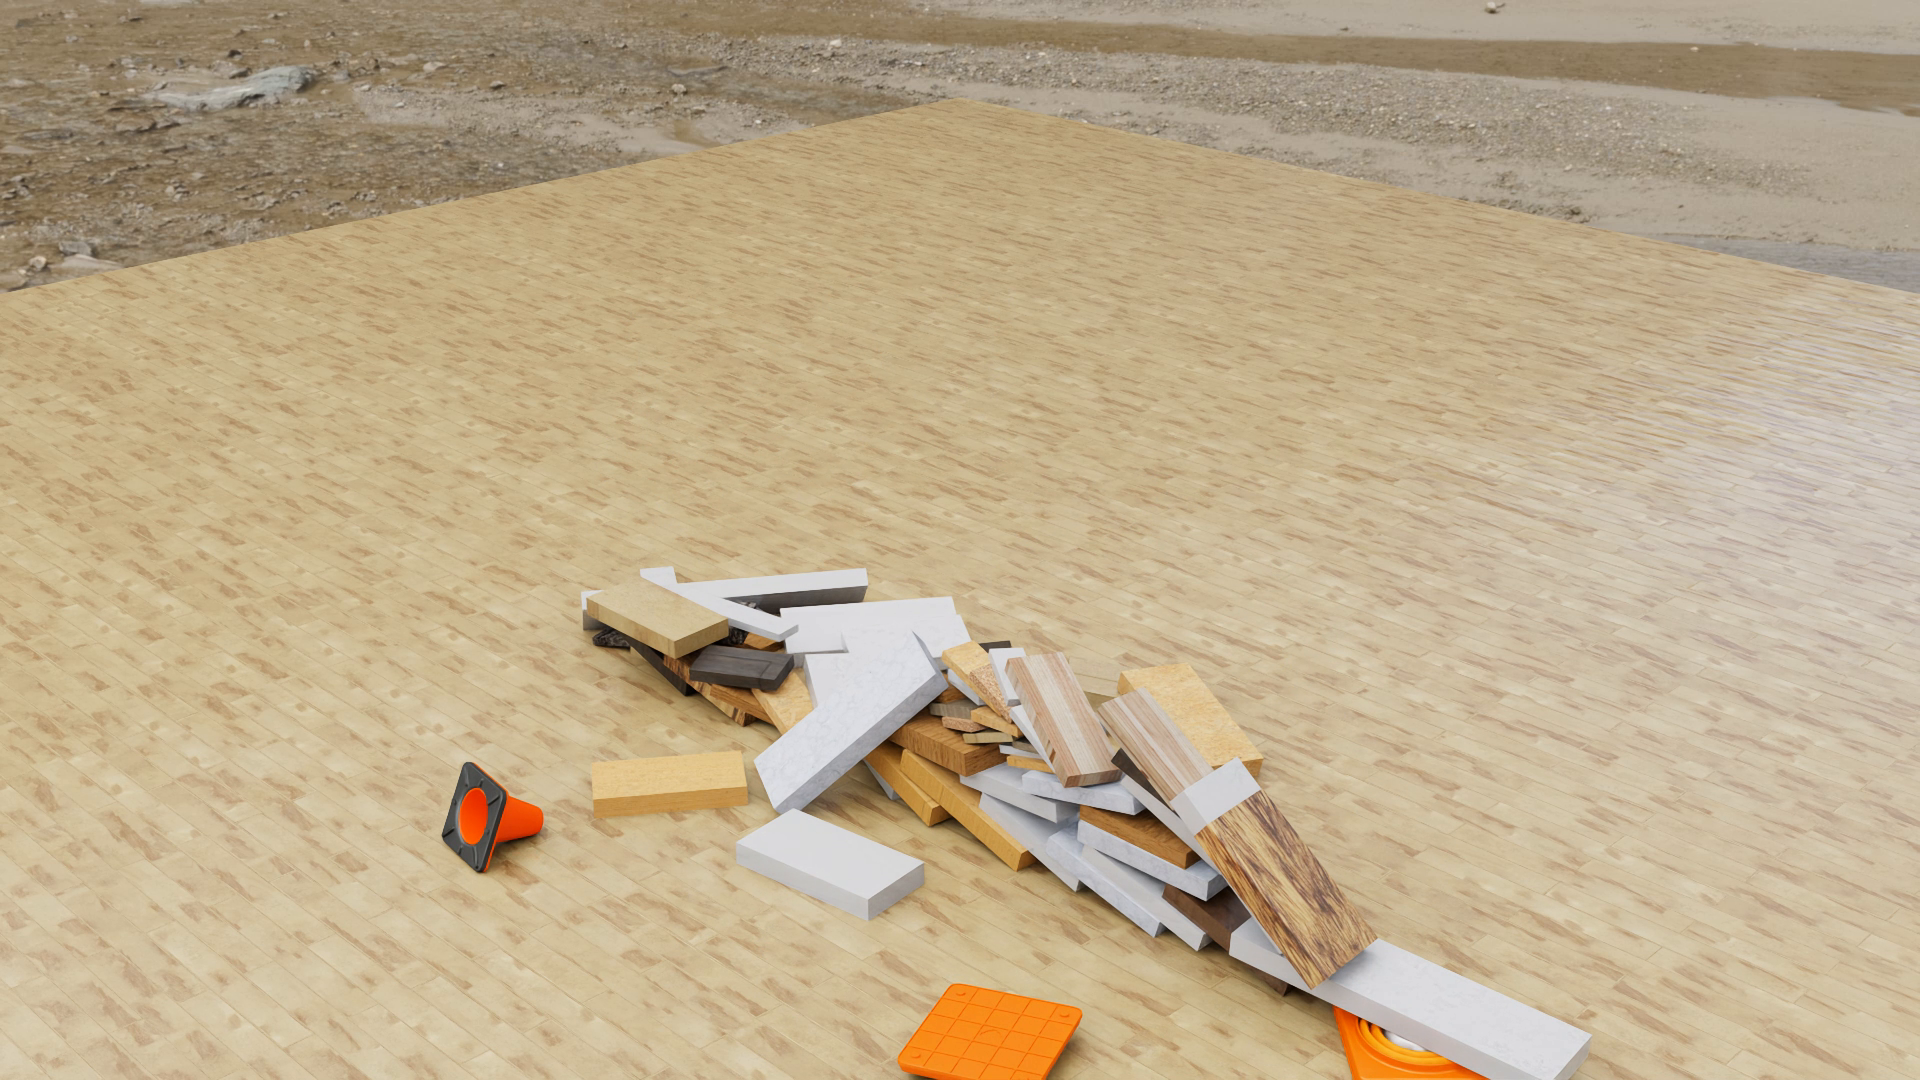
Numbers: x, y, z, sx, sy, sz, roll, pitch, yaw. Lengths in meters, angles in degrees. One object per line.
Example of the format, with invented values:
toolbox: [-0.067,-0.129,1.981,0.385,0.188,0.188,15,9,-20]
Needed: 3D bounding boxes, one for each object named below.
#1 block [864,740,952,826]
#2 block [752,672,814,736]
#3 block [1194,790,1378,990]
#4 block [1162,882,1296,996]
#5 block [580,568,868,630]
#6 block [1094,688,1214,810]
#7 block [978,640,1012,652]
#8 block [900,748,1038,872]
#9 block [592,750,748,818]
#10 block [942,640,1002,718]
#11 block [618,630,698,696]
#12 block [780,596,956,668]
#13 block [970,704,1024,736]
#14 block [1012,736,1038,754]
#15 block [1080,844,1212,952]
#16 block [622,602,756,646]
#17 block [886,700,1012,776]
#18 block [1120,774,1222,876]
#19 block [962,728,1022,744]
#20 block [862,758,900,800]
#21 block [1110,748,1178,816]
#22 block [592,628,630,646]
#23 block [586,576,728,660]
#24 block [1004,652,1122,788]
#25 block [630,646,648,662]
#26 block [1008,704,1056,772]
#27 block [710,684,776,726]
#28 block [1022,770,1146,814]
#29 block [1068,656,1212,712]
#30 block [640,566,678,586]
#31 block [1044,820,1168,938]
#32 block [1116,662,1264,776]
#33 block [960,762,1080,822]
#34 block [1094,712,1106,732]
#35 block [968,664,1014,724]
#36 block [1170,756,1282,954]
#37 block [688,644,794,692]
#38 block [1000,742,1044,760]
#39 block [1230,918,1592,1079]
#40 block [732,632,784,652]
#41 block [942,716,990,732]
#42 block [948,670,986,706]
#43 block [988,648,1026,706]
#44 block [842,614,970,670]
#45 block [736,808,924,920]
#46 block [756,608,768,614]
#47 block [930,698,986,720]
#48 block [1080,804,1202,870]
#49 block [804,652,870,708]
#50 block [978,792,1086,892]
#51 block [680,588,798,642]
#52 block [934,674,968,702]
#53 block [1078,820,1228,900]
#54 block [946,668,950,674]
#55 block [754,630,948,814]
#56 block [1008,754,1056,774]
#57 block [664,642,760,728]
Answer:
block: [-0.093,0.437,4.532,0.174,0.049,0.348,-17,44,-34]
block: [-0.357,0.372,4.753,0.103,0.029,0.205,-11,44,-33]
block: [0.561,0.597,3.783,0.161,0.046,0.322,-24,71,-43]
block: [0.523,0.691,3.976,0.145,0.041,0.291,-21,47,-42]
block: [-0.562,0.141,5.252,0.673,0.044,0.155,-5,-20,-11]
block: [0.358,0.375,3.971,0.115,0.033,0.230,-17,58,-41]
block: [0.081,0.267,5.014,0.081,0.023,0.161,-6,14,-2]
block: [0.061,0.508,4.384,0.174,0.049,0.348,-20,46,-39]
block: [-0.599,0.501,4.523,0.310,0.044,0.155,-4,23,-9]
block: [0.053,0.269,4.291,0.077,0.022,0.197,-18,43,-33]
block: [-0.649,0.249,5.039,0.139,0.039,0.278,-18,41,-38]
block: [-0.208,0.214,5.143,0.409,0.045,0.160,-4,39,-9]
block: [0.091,0.344,4.233,0.068,0.019,0.136,-18,21,-37]
block: [0.158,0.388,4.182,0.058,0.016,0.116,-20,16,-34]
block: [0.381,0.633,4.085,0.291,0.041,0.145,36,39,30]
block: [-0.617,0.182,5.025,0.278,0.039,0.139,4,24,8]
block: [-0.027,0.378,4.439,0.174,0.049,0.348,-17,23,-34]
block: [0.420,0.487,3.994,0.244,0.035,0.122,42,41,14]
block: [0.077,0.373,4.266,0.068,0.019,0.136,-21,9,-42]
block: [-0.143,0.424,4.615,0.141,0.040,0.283,-12,41,-27]
block: [0.396,0.435,3.981,0.229,0.033,0.115,39,41,11]
block: [-0.793,0.229,5.170,0.127,0.018,0.063,2,19,26]
block: [-0.681,0.172,4.943,0.310,0.044,0.155,22,33,38]
block: [0.194,0.335,4.136,0.115,0.033,0.310,-5,43,-22]
block: [-0.701,0.265,5.113,0.127,0.018,0.063,21,31,41]
block: [0.164,0.367,4.131,0.068,0.019,0.159,-14,47,-30]
block: [-0.432,0.343,4.810,0.205,0.029,0.103,24,36,9]
block: [0.256,0.455,4.113,0.262,0.035,0.122,6,21,42]
block: [0.391,0.340,4.826,0.320,0.045,0.160,12,23,0]
block: [-0.747,0.113,5.465,0.084,0.024,0.167,-5,23,-11]
block: [0.308,0.626,4.142,0.275,0.039,0.137,35,39,29]
block: [0.486,0.388,4.672,0.167,0.047,0.334,-6,36,-25]
block: [0.141,0.469,4.271,0.137,0.039,0.274,-19,24,-38]
block: [0.150,0.379,4.809,0.160,0.045,0.320,-20,30,-39]
block: [0.085,0.292,4.226,0.068,0.019,0.137,-18,49,-33]
block: [0.524,0.551,3.865,0.161,0.046,0.322,-24,73,-43]
block: [-0.476,0.278,4.802,0.205,0.029,0.103,5,32,19]
block: [0.137,0.398,4.227,0.058,0.016,0.116,-22,18,-41]
block: [0.758,0.772,3.745,0.601,0.046,0.161,21,32,33]
block: [-0.501,0.231,5.186,0.167,0.024,0.084,18,29,36]
block: [0.023,0.356,4.332,0.068,0.019,0.136,-13,5,-24]
block: [0.047,0.287,4.364,0.087,0.025,0.174,-5,14,-20]
block: [0.106,0.263,4.235,0.068,0.019,0.137,-2,42,-19]
block: [-0.119,0.247,5.035,0.283,0.040,0.141,-7,37,-13]
block: [-0.251,0.622,4.235,0.334,0.047,0.167,17,28,34]
block: [-0.529,0.193,5.200,0.167,0.024,0.084,-7,20,-36]
block: [0.017,0.331,4.382,0.087,0.025,0.174,-13,5,-27]
block: [0.354,0.522,4.056,0.244,0.035,0.122,22,31,36]
block: [-0.244,0.355,4.753,0.141,0.040,0.283,-1,39,-16]
block: [0.181,0.560,4.268,0.137,0.039,0.274,-20,46,-39]
block: [-0.510,0.170,4.982,0.316,0.019,0.068,16,28,32]
block: [-0.032,0.302,4.488,0.087,0.025,0.174,-13,7,-26]
block: [0.377,0.563,4.060,0.291,0.041,0.145,21,31,35]
block: [0.058,0.291,5.045,0.161,0.023,0.081,-13,26,-28]
block: [-0.224,0.373,4.461,0.426,0.047,0.167,-40,36,5]
block: [0.180,0.421,4.167,0.058,0.016,0.200,-22,17,-40]
block: [-0.519,0.307,4.908,0.278,0.039,0.139,34,38,33]
